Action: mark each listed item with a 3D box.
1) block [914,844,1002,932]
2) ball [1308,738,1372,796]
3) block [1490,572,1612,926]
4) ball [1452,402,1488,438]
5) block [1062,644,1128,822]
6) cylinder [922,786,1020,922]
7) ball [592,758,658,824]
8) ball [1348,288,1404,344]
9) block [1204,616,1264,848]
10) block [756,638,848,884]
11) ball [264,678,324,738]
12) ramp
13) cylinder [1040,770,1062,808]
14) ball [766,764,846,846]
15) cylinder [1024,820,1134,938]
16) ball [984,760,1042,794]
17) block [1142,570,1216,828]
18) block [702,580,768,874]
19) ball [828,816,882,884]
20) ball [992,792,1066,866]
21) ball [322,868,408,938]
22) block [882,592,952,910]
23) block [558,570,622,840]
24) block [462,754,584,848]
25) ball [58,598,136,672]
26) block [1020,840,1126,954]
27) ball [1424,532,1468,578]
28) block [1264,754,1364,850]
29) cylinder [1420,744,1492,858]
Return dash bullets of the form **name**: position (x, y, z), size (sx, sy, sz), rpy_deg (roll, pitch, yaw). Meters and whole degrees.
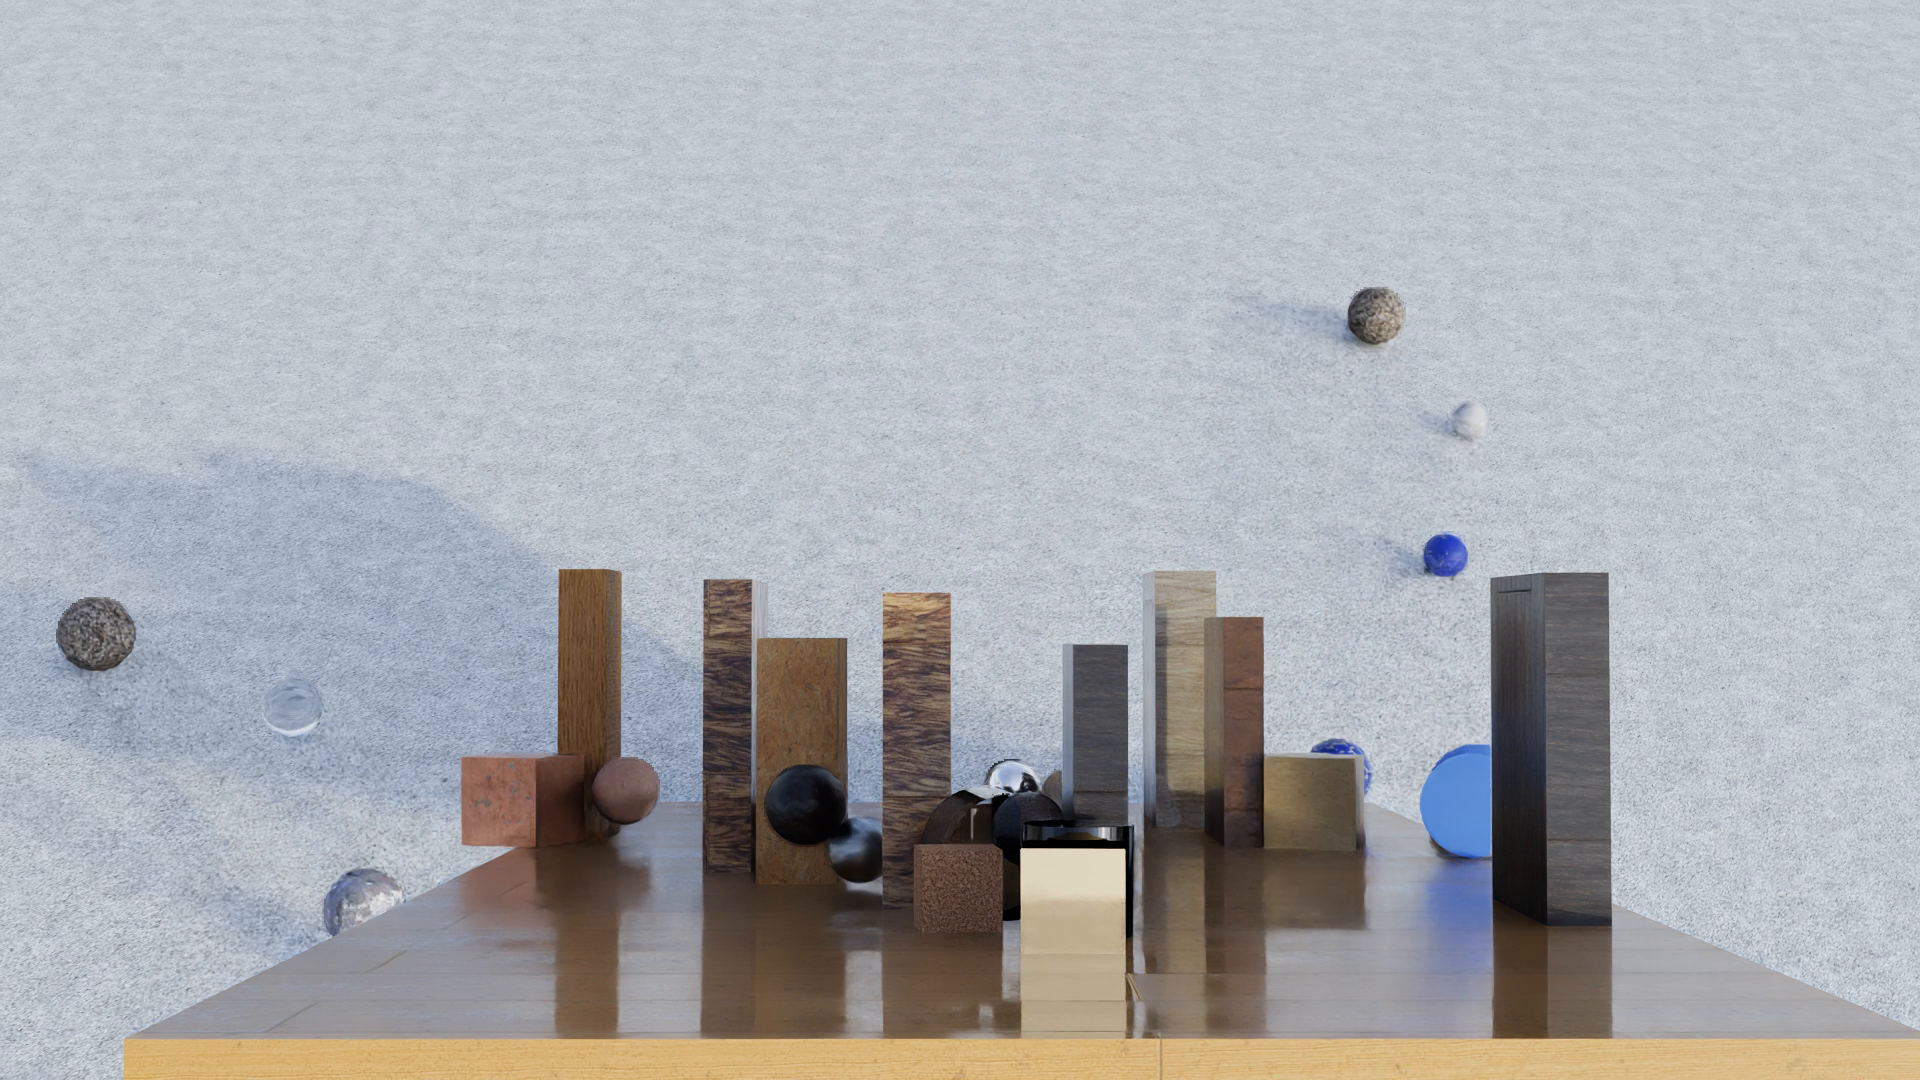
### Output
- **block**: position (-0.004, 0.527, 3.940), size (0.122, 0.122, 0.122), rpy_deg (0, -2, -7)
- **ball**: position (0.951, 0.591, 6.556), size (0.179, 0.179, 0.179), rpy_deg (0, 36, 0)
- **block**: position (0.944, 0.326, 4.173), size (0.099, 0.539, 0.408), rpy_deg (0, -2, 0)
- **ball**: position (1.647, -0.388, 8.406), size (0.115, 0.115, 0.115), rpy_deg (0, 36, 0)
- **block**: position (0.213, 0.380, 4.142), size (0.083, 0.429, 0.410), rpy_deg (0, -2, 0)
- **cylinder**: position (0.055, 0.495, 4.118), size (0.196, 0.196, 0.196), rpy_deg (-9, 0, -13)
- **ball**: position (-0.714, 0.535, 5.545), size (0.142, 0.142, 0.142), rpy_deg (0, 36, 0)
- **ball**: position (1.417, -0.764, 8.866), size (0.191, 0.191, 0.191), rpy_deg (0, 36, 0)
- **block**: position (0.591, 0.407, 5.627), size (0.084, 0.479, 0.433), rpy_deg (0, -2, 0)
- **block**: position (-0.291, 0.401, 4.832), size (0.144, 0.437, 0.409), rpy_deg (0, -2, 0)
- **ball**: position (-1.840, 0.464, 7.175), size (0.162, 0.162, 0.162), rpy_deg (0, 36, 0)
- **ramp**: position (0.078, 0.670, 4.860), size (2.000, 0.100, 4.000), rpy_deg (0, -2, 0)
- **cylinder**: position (0.275, 0.586, 5.895), size (0.135, 0.135, 0.135), rpy_deg (28, 14, 33)
- **ball**: position (-0.270, 0.463, 4.554), size (0.142, 0.142, 0.142), rpy_deg (0, 36, 0)
- **cylinder**: position (0.175, 0.502, 3.850), size (0.164, 0.164, 0.164), rpy_deg (0, -2, 0)
- **ball**: position (0.125, 0.600, 6.246), size (0.139, 0.139, 0.139), rpy_deg (0, 36, 0)
- **block**: position (0.519, 0.372, 6.177), size (0.141, 0.589, 0.411), rpy_deg (0, -2, 0)
- **block**: position (-0.434, 0.353, 5.042), size (0.090, 0.546, 0.404), rpy_deg (0, -2, 0)
- **ball**: position (-0.176, 0.547, 4.583), size (0.117, 0.117, 0.117), rpy_deg (0, 36, 0)
- **ball**: position (0.106, 0.442, 3.972), size (0.115, 0.115, 0.115), rpy_deg (0, 36, 0)
- **ball**: position (-1.398, 0.870, 6.109), size (0.195, 0.195, 0.195), rpy_deg (0, 36, 0)
- **block**: position (-0.070, 0.347, 4.384), size (0.110, 0.512, 0.351), rpy_deg (0, -2, 0)
- **block**: position (-0.815, 0.359, 5.724), size (0.105, 0.584, 0.240), rpy_deg (0, -2, 0)
- **block**: position (-0.929, 0.551, 5.523), size (0.185, 0.185, 0.185), rpy_deg (-1, -2, 24)
- **ball**: position (-2.459, 0.270, 7.406), size (0.209, 0.209, 0.209), rpy_deg (0, 36, 0)
- **block**: position (0.160, 0.506, 3.695), size (0.146, 0.146, 0.146), rpy_deg (0, -2, 2)
- **ball**: position (1.455, 0.046, 7.784), size (0.134, 0.134, 0.134), rpy_deg (0, 36, 0)
- **block**: position (0.743, 0.546, 5.445), size (0.189, 0.189, 0.189), rpy_deg (-1, -2, 15)
- **cylinder**: position (1.041, 0.525, 5.251), size (0.208, 0.208, 0.208), rpy_deg (10, 3, 13)
